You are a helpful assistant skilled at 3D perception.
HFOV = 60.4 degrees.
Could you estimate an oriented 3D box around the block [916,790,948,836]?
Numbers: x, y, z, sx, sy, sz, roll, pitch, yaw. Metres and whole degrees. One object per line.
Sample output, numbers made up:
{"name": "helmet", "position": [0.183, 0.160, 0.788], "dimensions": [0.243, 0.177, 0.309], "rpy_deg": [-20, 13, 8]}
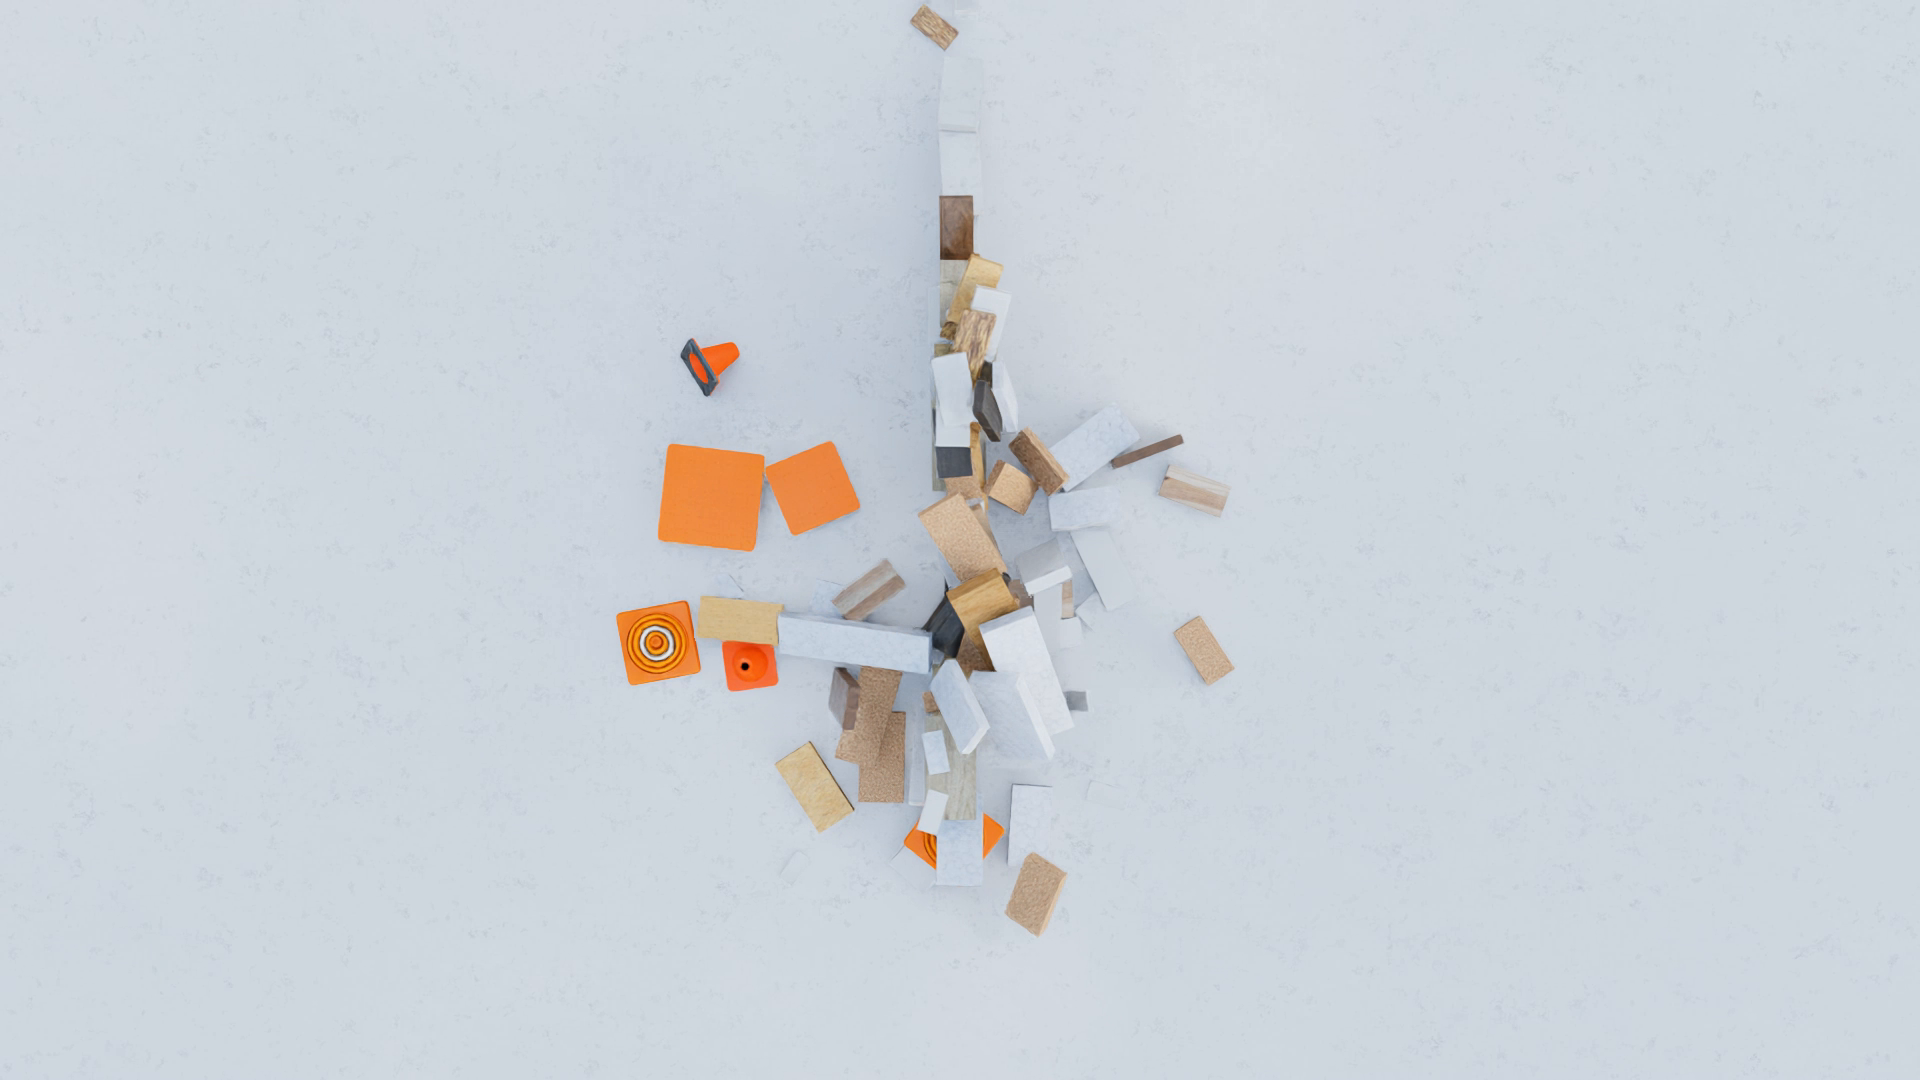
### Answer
{"name": "block", "position": [-0.086, 0.869, 5.264], "dimensions": [0.066, 0.019, 0.132], "rpy_deg": [17, 80, 4]}

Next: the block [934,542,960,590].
{"name": "block", "position": [0.001, 0.038, 5.246], "dimensions": [0.139, 0.039, 0.278], "rpy_deg": [-17, 108, 1]}

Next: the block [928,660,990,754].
{"name": "block", "position": [-0.005, 0.531, 5.269], "dimensions": [0.039, 0.138, 0.275], "rpy_deg": [1, 46, -35]}

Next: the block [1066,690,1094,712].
{"name": "block", "position": [0.395, 0.530, 5.435], "dimensions": [0.019, 0.134, 0.067], "rpy_deg": [-8, 90, -25]}

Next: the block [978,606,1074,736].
{"name": "block", "position": [0.218, 0.443, 5.330], "dimensions": [0.177, 0.050, 0.509], "rpy_deg": [-21, 126, 0]}

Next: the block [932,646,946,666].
{"name": "block", "position": [-0.111, 0.359, 5.428], "dimensions": [0.129, 0.018, 0.064], "rpy_deg": [24, 60, 4]}

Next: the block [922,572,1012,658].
{"name": "block", "position": [0.015, 0.218, 5.354], "dimensions": [0.139, 0.039, 0.326], "rpy_deg": [31, 103, -21]}

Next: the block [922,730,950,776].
{"name": "block", "position": [-0.077, 0.683, 5.298], "dimensions": [0.067, 0.019, 0.134], "rpy_deg": [-11, 80, -2]}

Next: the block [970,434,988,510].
{"name": "block", "position": [0.013, -0.267, 5.303], "dimensions": [0.110, 0.031, 0.372], "rpy_deg": [-10, 110, -5]}

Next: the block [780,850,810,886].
{"name": "block", "position": [-0.550, 1.091, 5.492], "dimensions": [0.054, 0.015, 0.108], "rpy_deg": [35, 90, 0]}

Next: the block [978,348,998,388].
{"name": "block", "position": [0.059, -0.586, 5.182], "dimensions": [0.111, 0.031, 0.222], "rpy_deg": [-1, 115, -10]}

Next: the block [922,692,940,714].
{"name": "block", "position": [-0.053, 0.521, 5.391], "dimensions": [0.132, 0.019, 0.066], "rpy_deg": [-12, 73, -3]}

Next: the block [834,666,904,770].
{"name": "block", "position": [-0.283, 0.518, 5.446], "dimensions": [0.135, 0.038, 0.456], "rpy_deg": [16, 82, 2]}

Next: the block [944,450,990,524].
{"name": "block", "position": [0.013, -0.164, 5.306], "dimensions": [0.104, 0.029, 0.325], "rpy_deg": [-15, 111, -3]}

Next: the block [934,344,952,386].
{"name": "block", "position": [-0.024, -0.514, 5.243], "dimensions": [0.110, 0.031, 0.220], "rpy_deg": [-2, 116, -2]}

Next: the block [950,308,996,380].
{"name": "block", "position": [0.033, -0.605, 5.098], "dimensions": [0.105, 0.030, 0.211], "rpy_deg": [11, 113, -15]}

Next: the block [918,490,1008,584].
{"name": "block", "position": [0.010, 0.006, 5.194], "dimensions": [0.149, 0.042, 0.299], "rpy_deg": [-31, 107, 5]}

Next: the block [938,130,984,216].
{"name": "block", "position": [0.002, -1.212, 5.404], "dimensions": [0.130, 0.037, 0.305], "rpy_deg": [-4, 78, -1]}

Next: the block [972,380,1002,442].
{"name": "block", "position": [0.089, -0.402, 5.142], "dimensions": [0.031, 0.219, 0.109], "rpy_deg": [0, 70, 17]}

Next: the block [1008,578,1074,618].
{"name": "block", "position": [0.239, 0.196, 5.481], "dimensions": [0.270, 0.038, 0.135], "rpy_deg": [-3, 90, 0]}

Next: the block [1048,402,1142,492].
{"name": "block", "position": [0.429, -0.307, 5.447], "dimensions": [0.306, 0.042, 0.149], "rpy_deg": [-36, 89, 0]}

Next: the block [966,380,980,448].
{"name": "block", "position": [0.017, -0.400, 5.185], "dimensions": [0.105, 0.030, 0.211], "rpy_deg": [10, 93, -6]}

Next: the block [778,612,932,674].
{"name": "block", "position": [-0.344, 0.335, 5.387], "dimensions": [0.511, 0.039, 0.138], "rpy_deg": [7, 117, 12]}

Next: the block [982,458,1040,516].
{"name": "block", "position": [0.168, -0.171, 5.393], "dimensions": [0.034, 0.237, 0.118], "rpy_deg": [28, 90, 35]}

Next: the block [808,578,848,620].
{"name": "block", "position": [-0.450, 0.254, 5.484], "dimensions": [0.115, 0.033, 0.230], "rpy_deg": [14, 90, 0]}

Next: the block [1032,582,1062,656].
{"name": "block", "position": [0.287, 0.241, 5.444], "dimensions": [0.093, 0.026, 0.275], "rpy_deg": [2, 89, -3]}

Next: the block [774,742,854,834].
{"name": "block", "position": [-0.483, 0.821, 5.481], "dimensions": [0.137, 0.039, 0.274], "rpy_deg": [-33, 90, 0]}

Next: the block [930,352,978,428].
{"name": "block", "position": [-0.016, -0.465, 5.098], "dimensions": [0.109, 0.031, 0.219], "rpy_deg": [-13, 105, -4]}

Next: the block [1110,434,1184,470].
{"name": "block", "position": [0.616, -0.290, 5.441], "dimensions": [0.237, 0.118, 0.034], "rpy_deg": [-21, 90, 0]}

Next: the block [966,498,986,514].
{"name": "block", "position": [0.032, -0.033, 5.316], "dimensions": [0.104, 0.029, 0.207], "rpy_deg": [-10, 121, -7]}

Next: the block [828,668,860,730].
{"name": "block", "position": [-0.377, 0.513, 5.356], "dimensions": [0.039, 0.274, 0.137], "rpy_deg": [8, 97, -15]}

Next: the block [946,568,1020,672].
{"name": "block", "position": [0.109, 0.260, 5.244], "dimensions": [0.177, 0.050, 0.355], "rpy_deg": [-27, 128, 2]}

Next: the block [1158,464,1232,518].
{"name": "block", "position": [0.780, -0.163, 5.485], "dimensions": [0.218, 0.031, 0.109], "rpy_deg": [20, 90, 0]}

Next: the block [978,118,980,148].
{"name": "block", "position": [0.003, -1.271, 5.454], "dimensions": [0.130, 0.037, 0.259], "rpy_deg": [0, 78, 0]}

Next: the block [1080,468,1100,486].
{"name": "block", "position": [0.447, -0.295, 5.485], "dimensions": [0.218, 0.031, 0.109], "rpy_deg": [-42, 90, 0]}

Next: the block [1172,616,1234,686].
{"name": "block", "position": [0.811, 0.368, 5.485], "dimensions": [0.105, 0.030, 0.211], "rpy_deg": [-33, 90, 0]}

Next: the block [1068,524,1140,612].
{"name": "block", "position": [0.460, 0.047, 5.462], "dimensions": [0.115, 0.033, 0.370], "rpy_deg": [-25, 83, 0]}

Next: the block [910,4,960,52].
{"name": "block", "position": [-0.085, -1.706, 5.489], "dimensions": [0.150, 0.021, 0.075], "rpy_deg": [38, 90, 0]}
